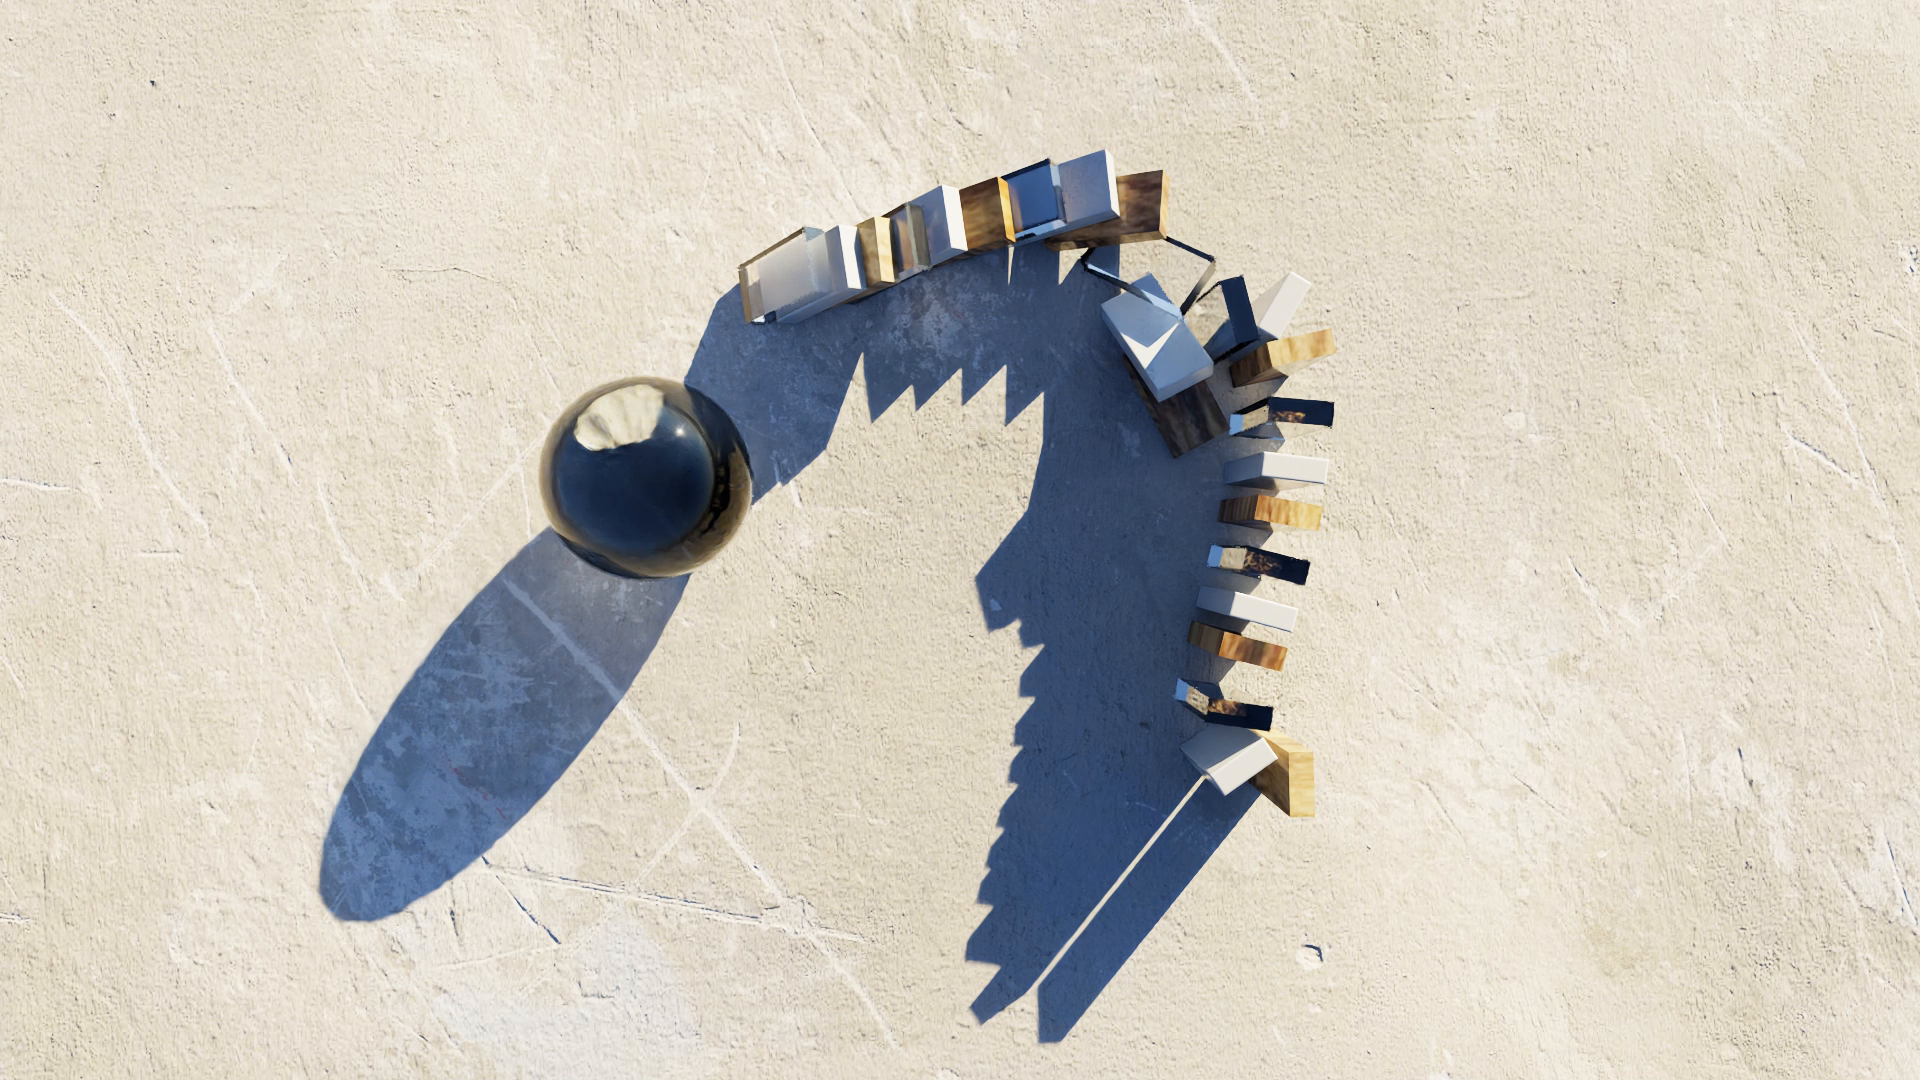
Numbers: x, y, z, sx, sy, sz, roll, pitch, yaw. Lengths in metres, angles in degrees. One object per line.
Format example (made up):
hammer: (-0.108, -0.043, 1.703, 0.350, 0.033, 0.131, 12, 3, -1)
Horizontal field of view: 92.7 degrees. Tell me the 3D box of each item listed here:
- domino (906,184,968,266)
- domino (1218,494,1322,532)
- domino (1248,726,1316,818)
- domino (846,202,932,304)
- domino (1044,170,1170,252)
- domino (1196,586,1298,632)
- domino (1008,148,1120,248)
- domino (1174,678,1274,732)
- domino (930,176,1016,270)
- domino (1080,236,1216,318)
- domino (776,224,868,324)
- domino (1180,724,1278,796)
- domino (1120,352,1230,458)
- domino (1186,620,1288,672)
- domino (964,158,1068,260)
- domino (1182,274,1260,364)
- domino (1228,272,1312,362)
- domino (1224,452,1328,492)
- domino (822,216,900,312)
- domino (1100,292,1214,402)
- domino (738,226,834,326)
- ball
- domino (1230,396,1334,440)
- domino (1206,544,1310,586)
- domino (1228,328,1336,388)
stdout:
domino: (-0.020, -0.125, 0.380, 0.050, 0.009, 0.025, -9, 90, 42)
domino: (0.126, -0.010, 0.375, 0.025, 0.050, 0.010, 11, 90, 0)
domino: (0.131, 0.093, 0.375, 0.009, 0.050, 0.025, -1, 90, 0)
domino: (-0.034, -0.117, 0.379, 0.010, 0.050, 0.025, -9, 90, -45)
domino: (0.061, -0.137, 0.383, 0.050, 0.010, 0.025, 3, 88, 29)
domino: (0.116, 0.028, 0.375, 0.025, 0.050, 0.010, 15, 90, 0)
domino: (0.040, -0.142, 0.384, 0.050, 0.009, 0.025, -7, 87, 28)
domino: (0.107, 0.067, 0.375, 0.025, 0.050, 0.010, 9, 90, 0)
domino: (-0.003, -0.131, 0.384, 0.050, 0.010, 0.025, -9, 90, 28)
domino: (0.079, -0.116, 0.385, 0.050, 0.009, 0.025, 35, 90, 24)
domino: (-0.060, -0.109, 0.379, 0.010, 0.050, 0.025, -9, 90, -45)
domino: (0.109, 0.087, 0.375, 0.025, 0.050, 0.010, -35, 90, 0)
domino: (0.093, -0.064, 0.395, 0.025, 0.010, 0.050, -28, 90, 0)
domino: (0.112, 0.043, 0.375, 0.025, 0.050, 0.010, 14, 90, 0)
domino: (0.018, -0.138, 0.384, 0.050, 0.009, 0.025, -10, 88, 28)
domino: (0.105, -0.088, 0.375, 0.009, 0.050, 0.025, -15, 90, -5)
domino: (0.124, -0.090, 0.375, 0.010, 0.050, 0.025, 31, 90, 0)
domino: (0.128, -0.028, 0.375, 0.025, 0.050, 0.009, 7, 90, 0)
domino: (-0.046, -0.113, 0.379, 0.010, 0.050, 0.025, -9, 93, -45)
domino: (0.082, -0.084, 0.384, 0.025, 0.010, 0.050, -27, 64, 1)
domino: (-0.073, -0.108, 0.379, 0.010, 0.050, 0.025, -9, 90, -45)
ball: (-0.122, -0.024, 0.360, 0.080, 0.080, 0.080, 0, 90, 0)
domino: (0.130, -0.049, 0.375, 0.025, 0.050, 0.010, 5, 90, 0)
domino: (0.121, 0.010, 0.375, 0.025, 0.050, 0.010, 15, 90, 0)
domino: (0.131, -0.074, 0.375, 0.025, 0.050, 0.009, -12, 90, 0)
